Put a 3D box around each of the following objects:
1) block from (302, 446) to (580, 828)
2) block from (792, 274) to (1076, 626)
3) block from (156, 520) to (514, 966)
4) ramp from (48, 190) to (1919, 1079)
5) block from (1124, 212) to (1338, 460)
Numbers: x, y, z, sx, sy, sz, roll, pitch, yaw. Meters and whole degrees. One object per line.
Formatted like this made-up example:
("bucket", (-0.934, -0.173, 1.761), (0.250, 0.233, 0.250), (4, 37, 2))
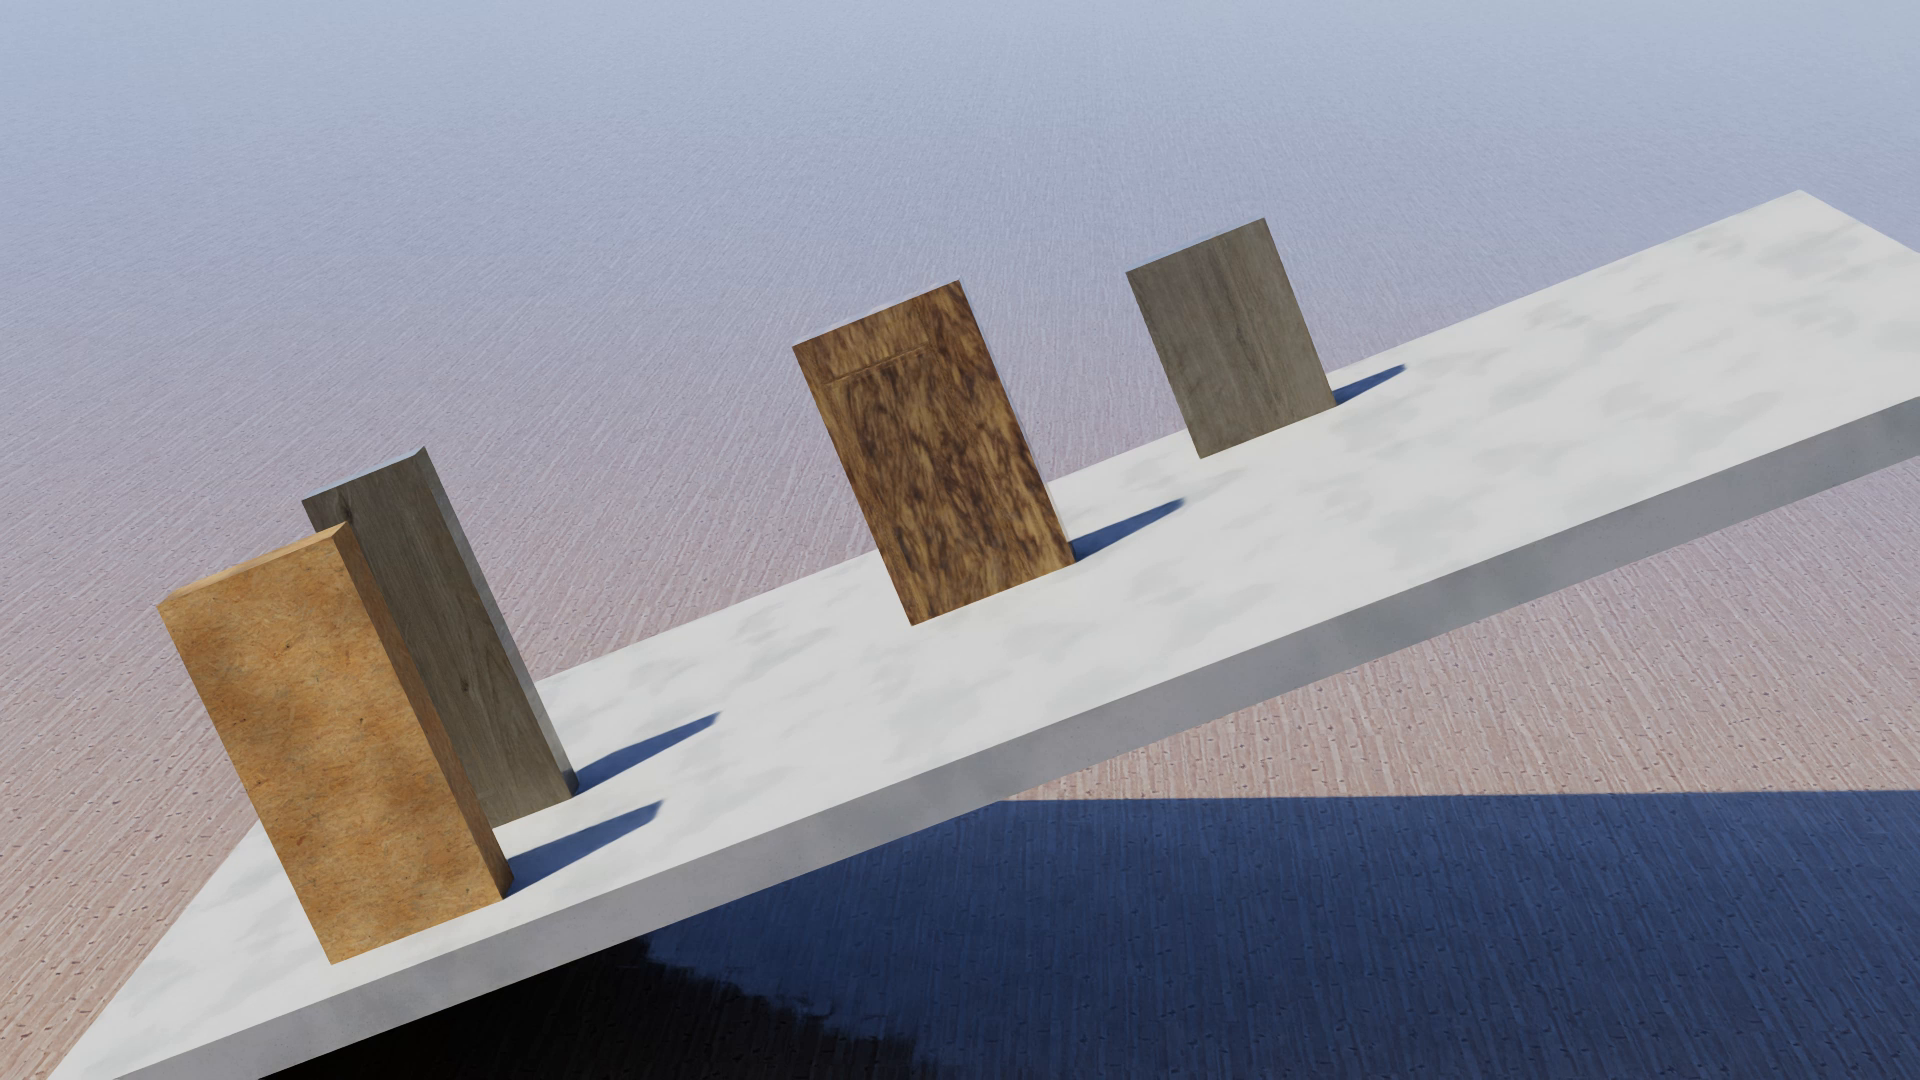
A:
("block", (-1.080, 0.219, 6.142), (0.258, 0.793, 0.092), (-21, 12, 7))
("block", (-0.052, -0.192, 6.350), (0.385, 0.666, 0.088), (-21, 12, 7))
("block", (-1.191, 0.393, 5.640), (0.367, 0.774, 0.122), (-21, 12, 7))
("ramp", (0.125, 0.173, 6.289), (4.000, 0.100, 2.000), (-21, 12, 7))
("block", (0.625, -0.469, 6.783), (0.339, 0.471, 0.081), (-21, 12, 7))
